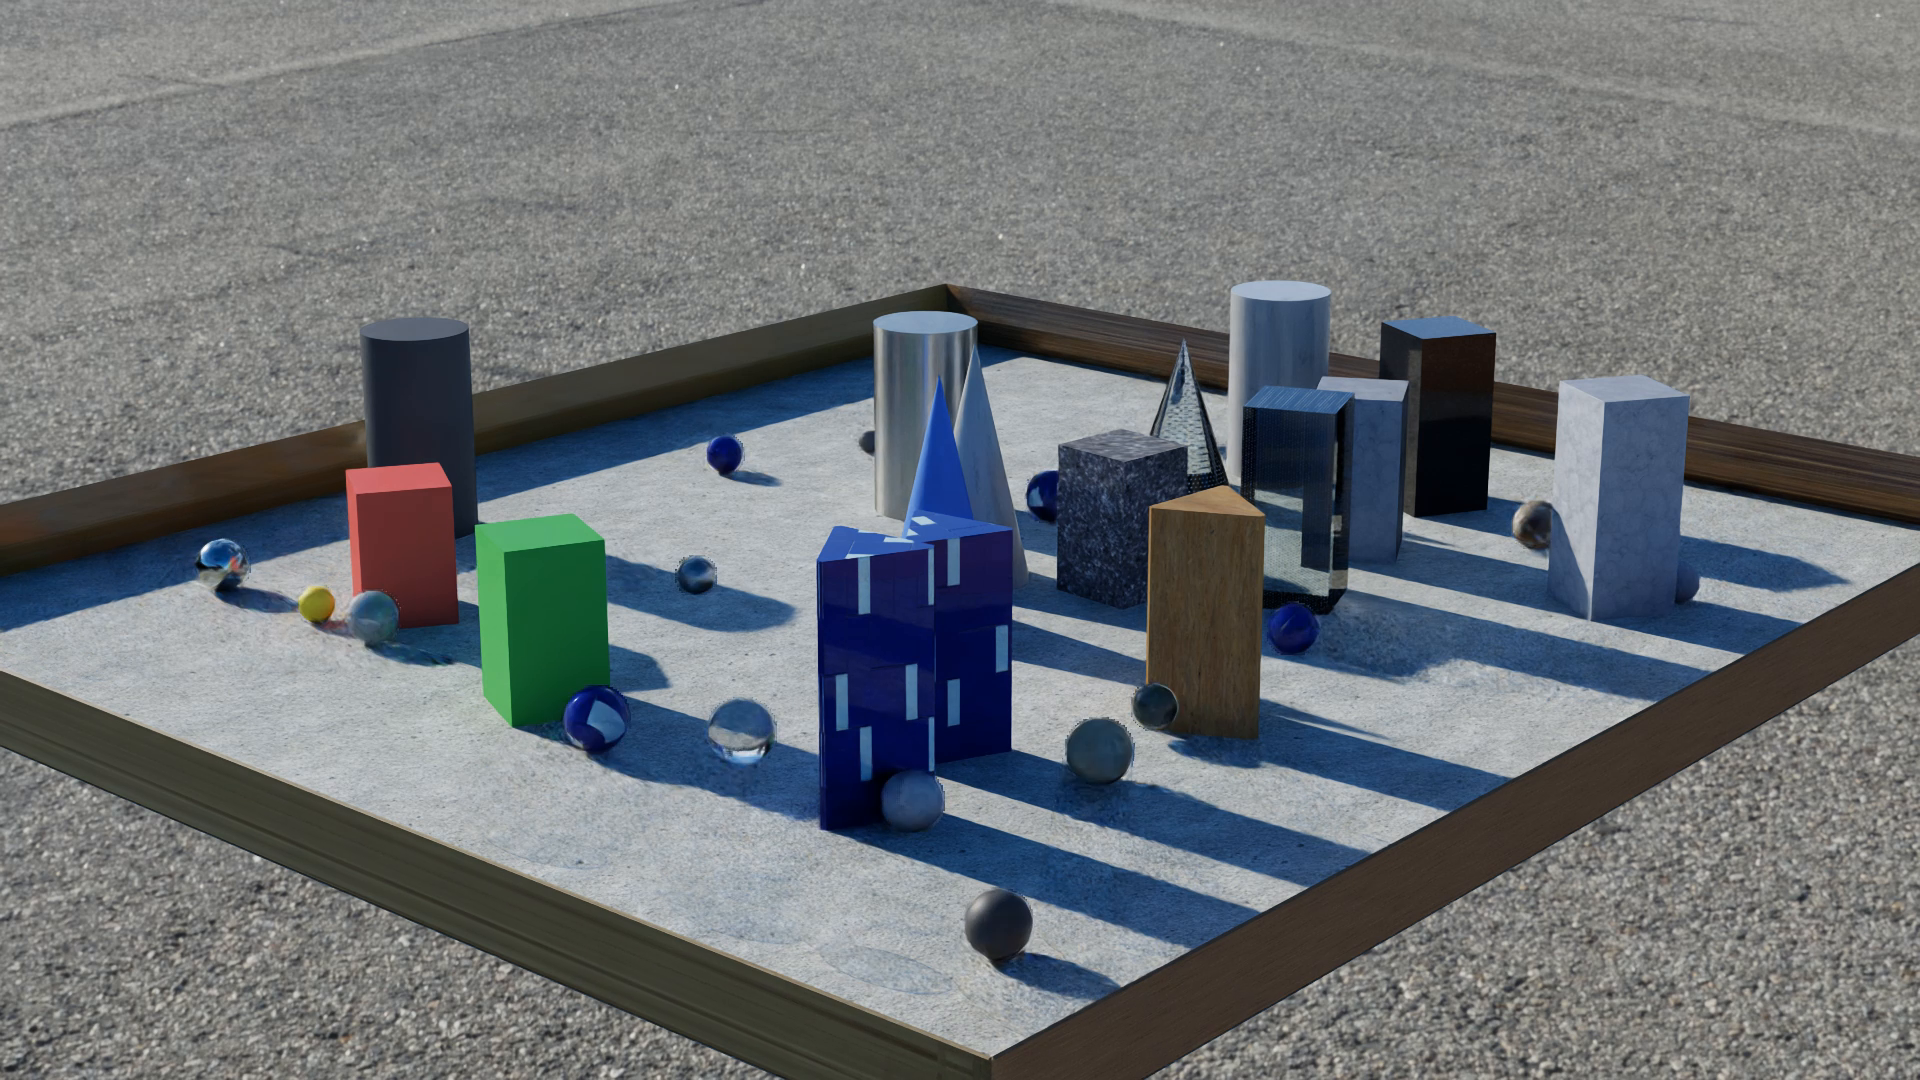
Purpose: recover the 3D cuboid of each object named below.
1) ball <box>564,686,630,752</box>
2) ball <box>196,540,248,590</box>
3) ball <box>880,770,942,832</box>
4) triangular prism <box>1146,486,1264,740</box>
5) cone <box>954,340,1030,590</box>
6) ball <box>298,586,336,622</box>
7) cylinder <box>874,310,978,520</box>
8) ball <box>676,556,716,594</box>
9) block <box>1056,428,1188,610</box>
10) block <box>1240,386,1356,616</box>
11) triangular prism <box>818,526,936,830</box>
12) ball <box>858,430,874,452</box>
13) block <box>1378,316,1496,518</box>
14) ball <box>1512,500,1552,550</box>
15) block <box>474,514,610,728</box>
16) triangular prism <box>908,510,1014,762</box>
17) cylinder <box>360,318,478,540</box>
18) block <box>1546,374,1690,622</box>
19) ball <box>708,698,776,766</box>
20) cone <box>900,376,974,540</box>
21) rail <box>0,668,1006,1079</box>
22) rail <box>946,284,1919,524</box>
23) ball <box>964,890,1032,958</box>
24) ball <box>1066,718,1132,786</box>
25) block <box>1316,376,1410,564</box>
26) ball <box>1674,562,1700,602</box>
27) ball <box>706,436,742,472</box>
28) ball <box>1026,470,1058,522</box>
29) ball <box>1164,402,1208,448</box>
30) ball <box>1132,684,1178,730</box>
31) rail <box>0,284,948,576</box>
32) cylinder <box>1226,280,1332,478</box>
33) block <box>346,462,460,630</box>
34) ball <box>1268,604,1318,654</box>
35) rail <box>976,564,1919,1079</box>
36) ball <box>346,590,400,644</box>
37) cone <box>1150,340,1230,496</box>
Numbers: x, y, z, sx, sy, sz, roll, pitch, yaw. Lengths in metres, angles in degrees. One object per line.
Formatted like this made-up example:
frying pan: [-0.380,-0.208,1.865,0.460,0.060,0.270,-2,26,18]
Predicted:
ball: [-0.545,0.268,4.396,0.098,0.098,0.098,0,17,0]
ball: [-1.297,0.044,5.152,0.091,0.091,0.091,0,17,0]
ball: [-0.068,0.364,4.092,0.088,0.088,0.088,0,17,0]
triangular prism: [0.387,0.106,4.491,0.172,0.353,0.149,5,17,15]
cone: [0.026,-0.141,5.167,0.199,0.435,0.199,0,17,0]
ball: [-1.094,0.109,4.985,0.061,0.061,0.061,0,17,0]
cylinder: [-0.066,-0.238,5.611,0.199,0.366,0.199,0,17,0]
ball: [-0.462,0.062,5.134,0.066,0.066,0.066,0,17,0]
block: [0.283,-0.039,5.125,0.159,0.264,0.159,-15,23,-41]
block: [0.582,-0.070,5.072,0.159,0.356,0.159,6,18,18]
triangular prism: [-0.144,0.188,4.147,0.172,0.394,0.149,-7,18,-23]
ball: [-0.187,-0.203,6.050,0.045,0.045,0.045,0,17,0]
block: [0.913,-0.239,5.644,0.159,0.349,0.159,-6,18,-20]
ball: [1.062,-0.028,5.388,0.091,0.091,0.091,0,17,0]
block: [-0.648,0.123,4.559,0.159,0.281,0.159,-8,18,-24]
triangular prism: [-0.031,0.141,4.386,0.172,0.347,0.149,-8,18,-25]
cylinder: [-1.008,-0.206,5.472,0.199,0.385,0.199,0,17,0]
block: [1.128,-0.074,5.035,0.159,0.384,0.159,-5,17,-16]
ball: [-0.323,0.284,4.338,0.099,0.099,0.099,0,17,0]
cone: [-0.034,-0.068,4.927,0.199,0.434,0.199,0,17,0]
rail: [-0.978,0.357,4.041,2.722,0.129,0.045,14,22,39]
rail: [0.978,-0.293,6.198,2.722,0.129,0.045,14,22,39]
ball: [0.048,0.484,3.697,0.087,0.087,0.087,0,17,0]
ball: [0.203,0.308,4.263,0.097,0.097,0.097,0,17,0]
block: [0.728,-0.129,5.357,0.159,0.303,0.159,4,17,12]
ball: [1.247,0.074,5.089,0.070,0.070,0.070,0,17,0]
ball: [-0.474,-0.173,5.900,0.074,0.074,0.074,0,17,0]
ball: [0.174,-0.084,5.561,0.099,0.099,0.099,0,17,0]
ball: [0.470,-0.238,6.087,0.092,0.092,0.092,0,17,0]
ball: [0.296,0.252,4.439,0.070,0.070,0.070,0,17,0]
rail: [-1.010,-0.221,5.959,0.045,0.129,3.031,14,22,39]
cylinder: [0.638,-0.319,5.876,0.199,0.368,0.199,0,17,0]
block: [-0.951,0.011,4.999,0.159,0.242,0.159,-5,18,-17]
ball: [0.548,0.146,4.826,0.083,0.083,0.083,0,17,0]
rail: [1.010,0.285,4.280,0.045,0.129,3.031,14,22,39]
ball: [-0.978,0.128,4.880,0.088,0.088,0.088,0,17,0]
cone: [0.436,-0.248,5.748,0.199,0.306,0.199,0,17,0]
